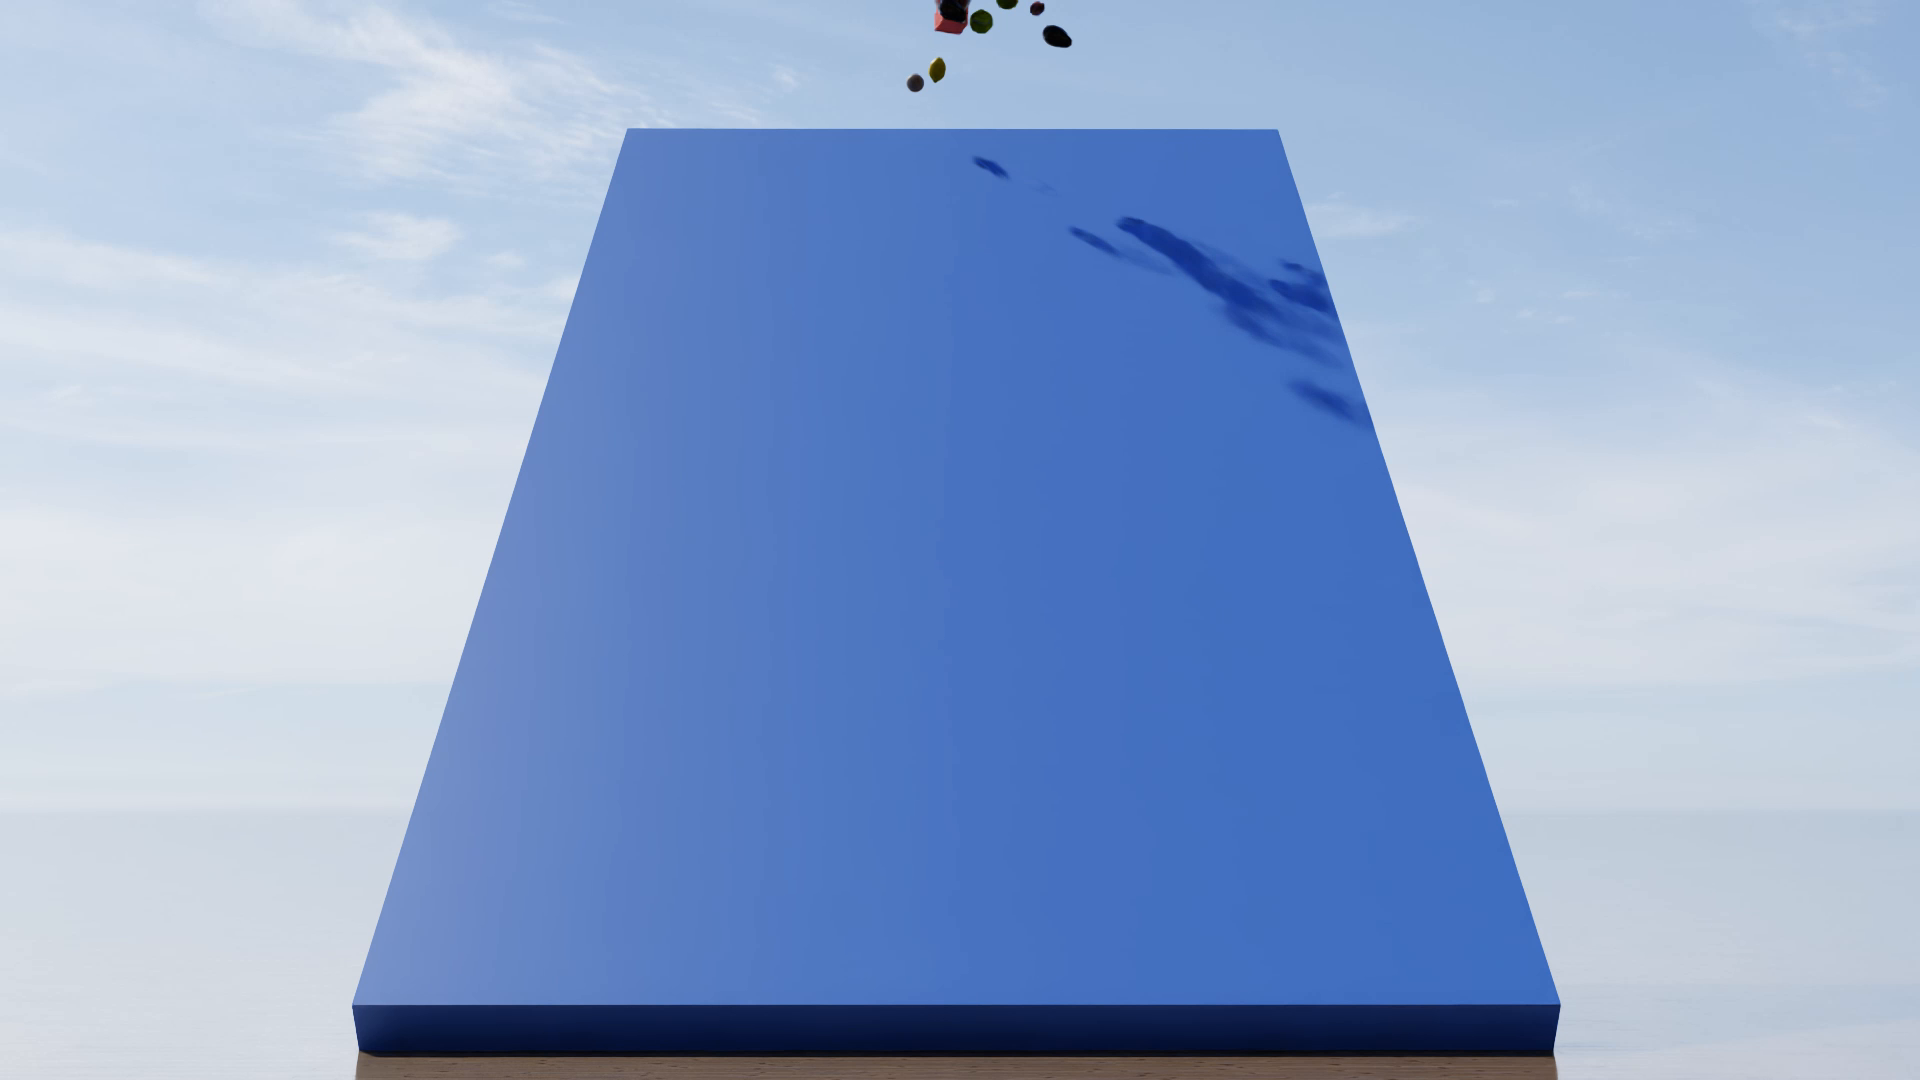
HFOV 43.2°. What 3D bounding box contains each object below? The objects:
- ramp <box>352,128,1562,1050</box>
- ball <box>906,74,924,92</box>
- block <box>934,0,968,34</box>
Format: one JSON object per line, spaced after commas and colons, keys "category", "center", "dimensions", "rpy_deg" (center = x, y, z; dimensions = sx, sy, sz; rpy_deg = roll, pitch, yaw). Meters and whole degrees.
{"category": "ramp", "center": [-0.014, -0.205, 5.756], "dimensions": [2.000, 0.100, 4.000], "rpy_deg": [0, 31, 0]}
{"category": "ball", "center": [-0.138, -1.403, 7.444], "dimensions": [0.056, 0.056, 0.056], "rpy_deg": [0, -6, 0]}
{"category": "block", "center": [-0.025, -1.595, 7.370], "dimensions": [0.080, 0.080, 0.080], "rpy_deg": [6, -15, -18]}
